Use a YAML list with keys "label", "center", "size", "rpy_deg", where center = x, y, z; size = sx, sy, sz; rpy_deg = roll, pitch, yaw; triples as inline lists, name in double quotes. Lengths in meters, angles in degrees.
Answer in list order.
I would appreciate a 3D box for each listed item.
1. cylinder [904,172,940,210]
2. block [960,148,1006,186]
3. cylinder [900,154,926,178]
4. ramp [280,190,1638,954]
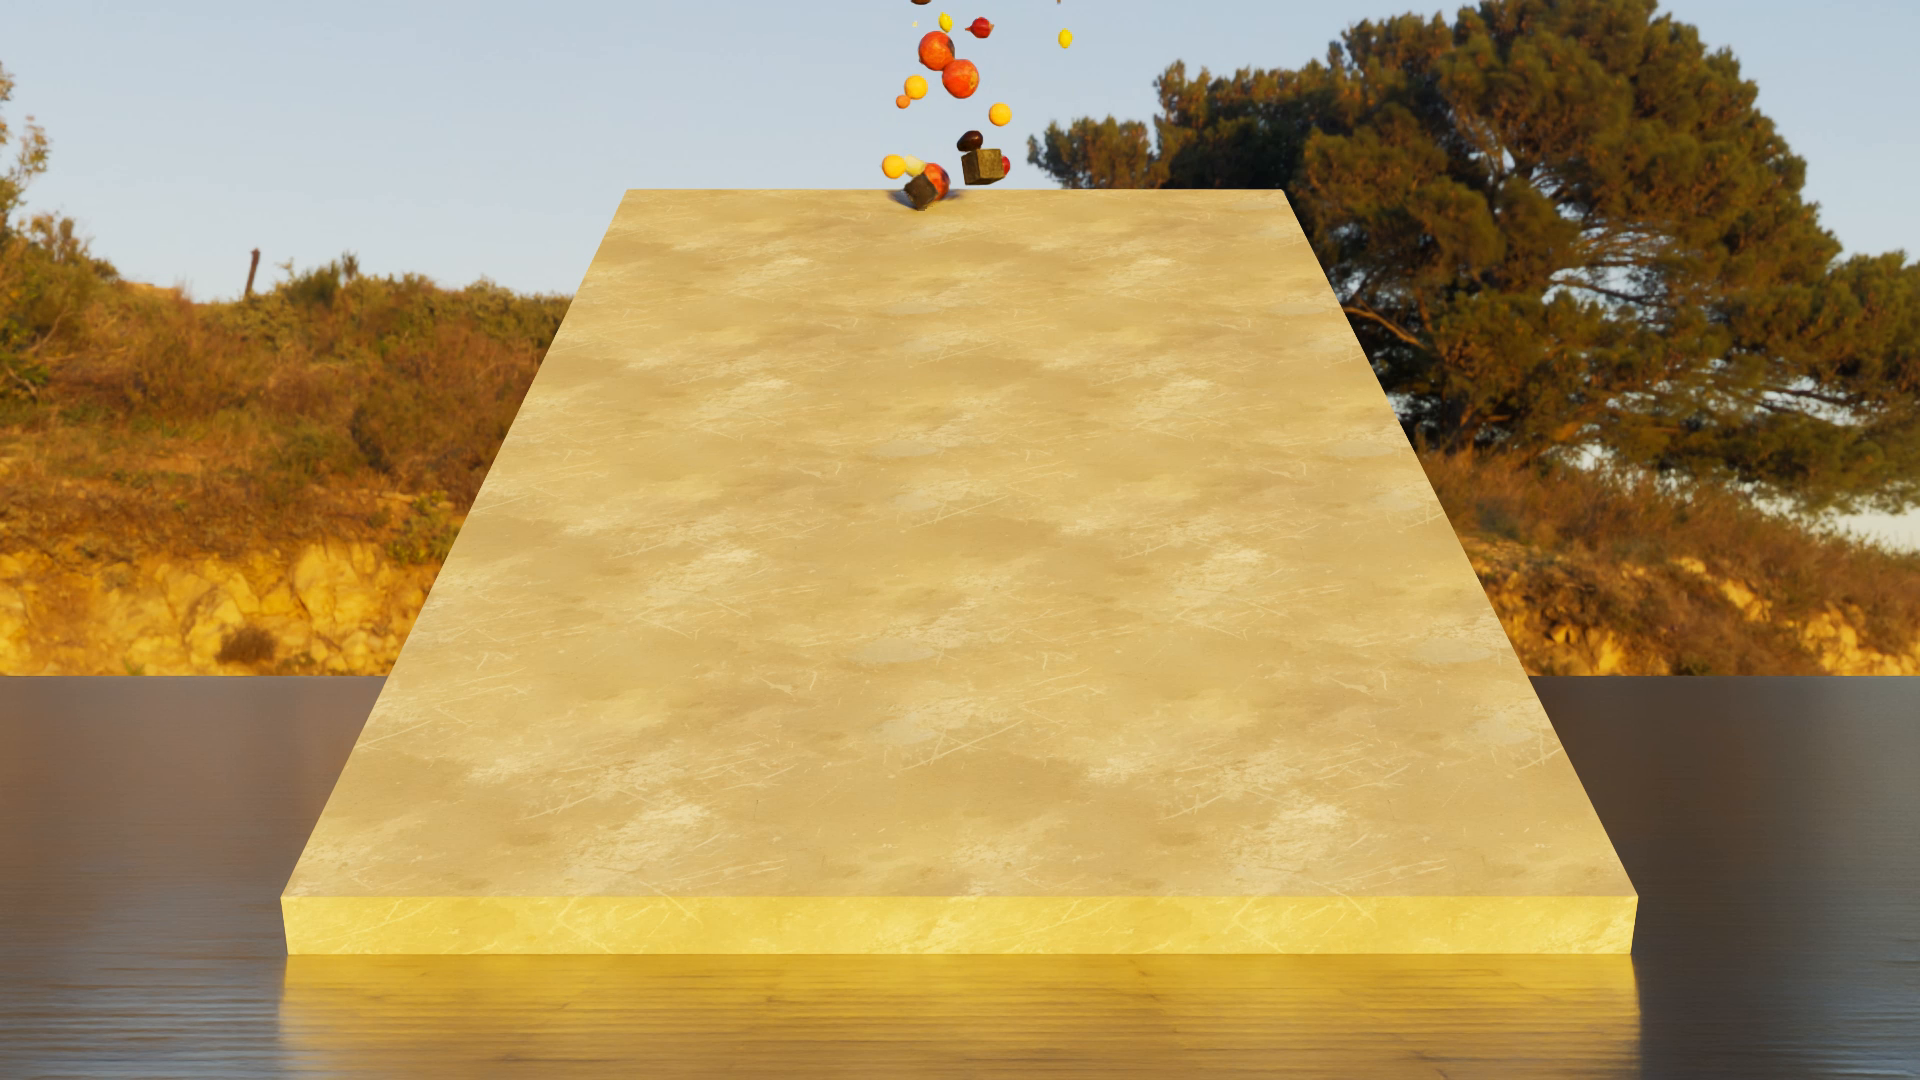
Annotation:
- label: "cylinder"
  center: [-0.113, -1.029, 6.849]
  size: [0.078, 0.078, 0.078]
  rpy_deg: [-39, -1, -1]
- label: "block"
  center: [0.066, -1.081, 6.721]
  size: [0.085, 0.085, 0.085]
  rpy_deg: [-7, -2, -33]
- label: "cylinder"
  center: [-0.139, -1.107, 6.872]
  size: [0.057, 0.057, 0.057]
  rpy_deg: [29, 2, 10]
- label: "ramp"
  center: [-0.008, -0.227, 5.270]
  size: [2.000, 0.100, 4.000]
  rpy_deg: [0, 24, 0]
